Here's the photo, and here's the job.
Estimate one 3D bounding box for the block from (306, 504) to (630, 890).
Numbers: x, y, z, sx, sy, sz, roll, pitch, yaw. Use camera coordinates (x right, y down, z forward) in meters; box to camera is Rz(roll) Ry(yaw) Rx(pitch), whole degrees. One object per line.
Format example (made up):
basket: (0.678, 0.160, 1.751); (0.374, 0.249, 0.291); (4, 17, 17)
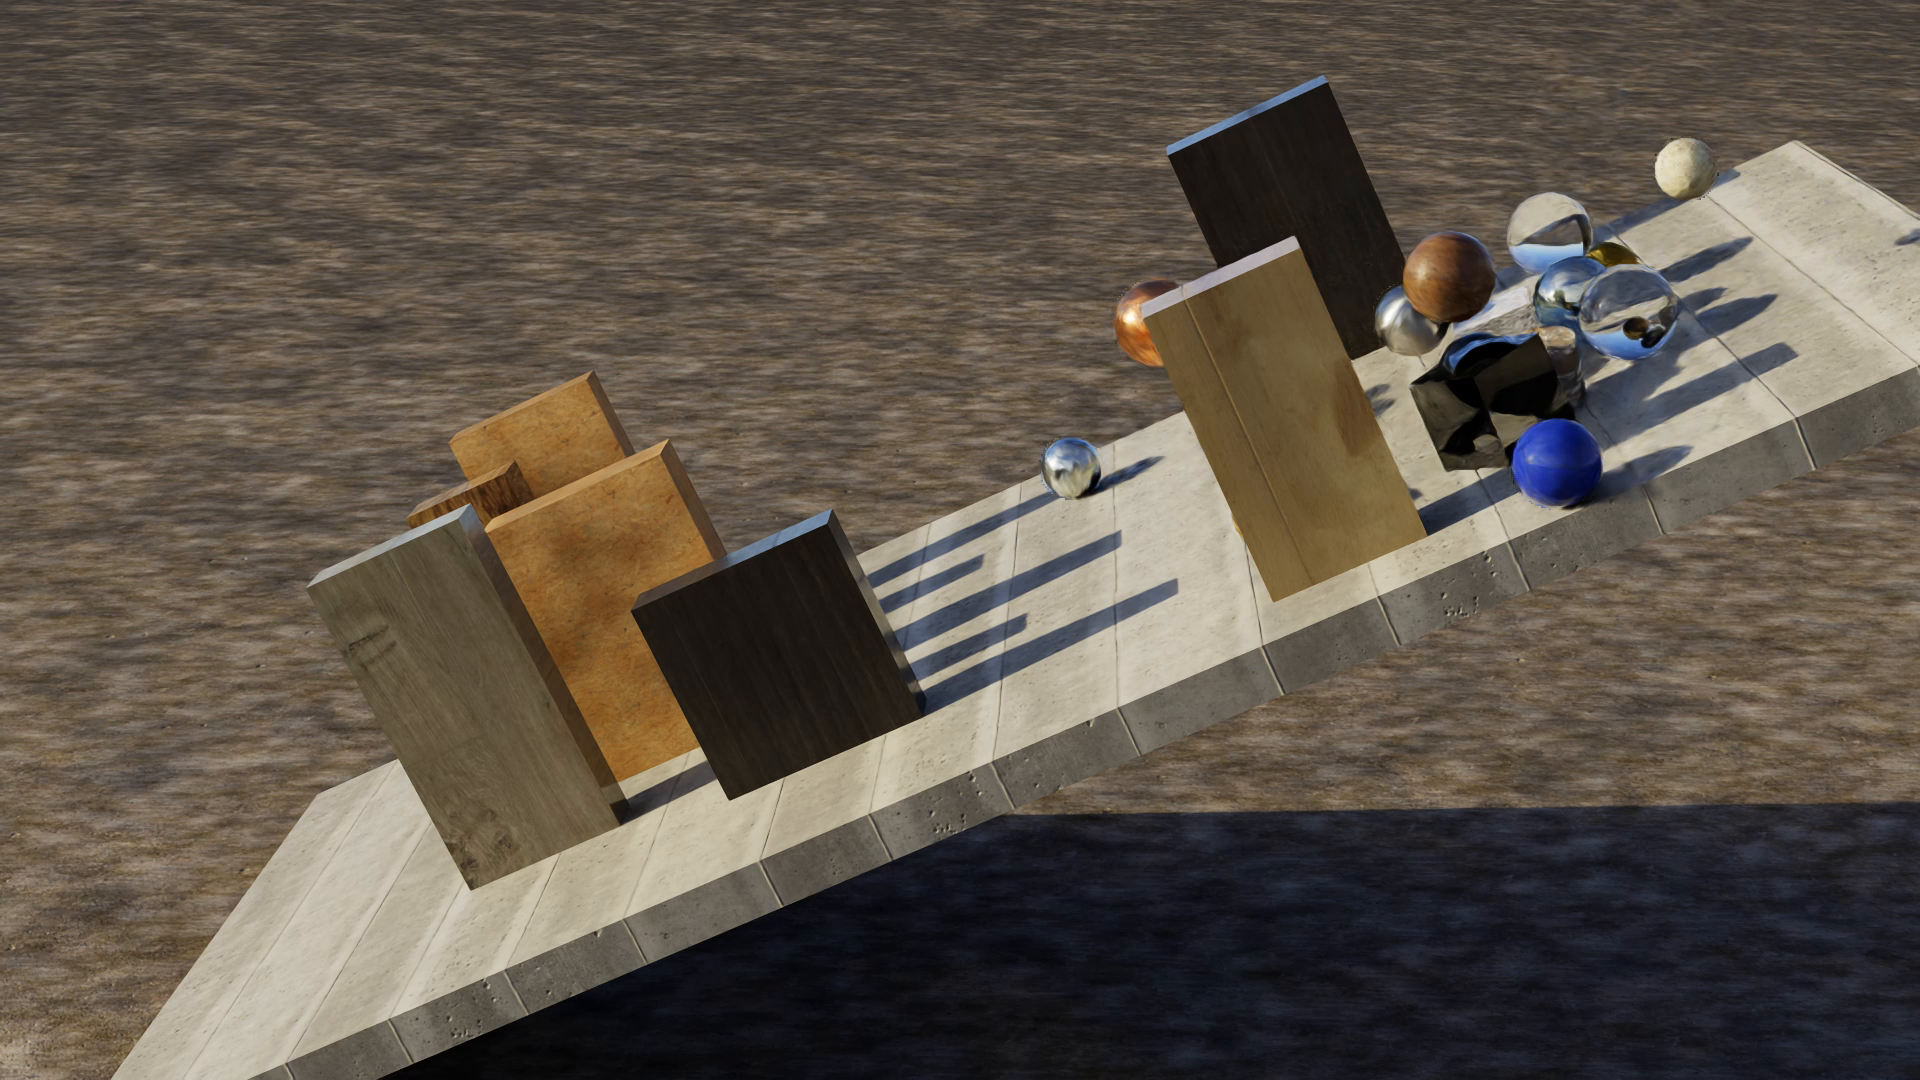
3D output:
block: (-1.000, 0.324, 6.013); (0.349, 0.715, 0.122); (-24, 13, 9)

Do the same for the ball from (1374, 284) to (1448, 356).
ball: (0.933, -0.455, 6.075); (0.153, 0.153, 0.153); (0, 16, 0)

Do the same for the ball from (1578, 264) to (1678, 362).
ball: (1.317, -0.448, 5.801); (0.194, 0.194, 0.194); (0, 16, 0)

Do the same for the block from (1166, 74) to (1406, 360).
block: (0.792, -0.711, 6.868); (0.399, 0.619, 0.140); (-24, 13, 9)

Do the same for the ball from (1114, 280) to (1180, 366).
ball: (0.401, -0.440, 5.974); (0.177, 0.177, 0.177); (0, 16, 0)

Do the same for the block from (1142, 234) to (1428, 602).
block: (0.596, -0.221, 5.405); (0.308, 0.587, 0.136); (-24, 13, 9)

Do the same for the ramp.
ramp: (0.135, 0.169, 6.282); (4.000, 0.100, 2.000); (-24, 13, 9)

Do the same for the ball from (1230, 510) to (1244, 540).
ball: (0.612, -0.062, 5.653); (0.182, 0.182, 0.182); (0, 16, 0)

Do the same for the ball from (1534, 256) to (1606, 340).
ball: (1.259, -0.493, 6.007); (0.172, 0.172, 0.172); (0, 16, 0)

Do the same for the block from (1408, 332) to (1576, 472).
block: (1.022, -0.264, 5.651); (0.189, 0.189, 0.189); (-33, 15, -28)

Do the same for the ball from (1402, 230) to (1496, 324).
ball: (0.963, -0.517, 5.788); (0.181, 0.181, 0.181); (0, 16, 0)

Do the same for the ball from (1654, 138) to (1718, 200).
ball: (1.403, -0.717, 5.682); (0.119, 0.119, 0.119); (0, 16, 0)

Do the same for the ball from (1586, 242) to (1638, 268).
ball: (1.386, -0.570, 6.285); (0.131, 0.131, 0.131); (0, 16, 0)

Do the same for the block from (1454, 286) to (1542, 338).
block: (1.123, -0.402, 6.056); (0.162, 0.162, 0.162); (-23, 13, 14)

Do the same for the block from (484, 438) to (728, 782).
block: (-0.686, 0.157, 6.297); (0.429, 0.613, 0.138); (-24, 13, 9)

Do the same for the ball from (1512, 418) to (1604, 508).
ball: (1.050, -0.136, 5.170); (0.157, 0.157, 0.157); (0, 16, 0)

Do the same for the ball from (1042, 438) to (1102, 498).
ball: (0.259, -0.168, 6.826); (0.140, 0.140, 0.140); (0, 16, 0)

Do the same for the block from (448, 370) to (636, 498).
block: (-0.861, 0.013, 6.906); (0.360, 0.739, 0.102); (-24, 13, 9)

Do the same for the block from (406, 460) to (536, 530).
block: (-0.972, 0.178, 6.637); (0.248, 0.666, 0.120); (-24, 13, 9)

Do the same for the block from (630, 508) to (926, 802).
block: (-0.354, 0.227, 5.797); (0.427, 0.433, 0.115); (-24, 13, 9)

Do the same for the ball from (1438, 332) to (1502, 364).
ball: (1.046, -0.333, 5.913); (0.171, 0.171, 0.171); (0, 16, 0)

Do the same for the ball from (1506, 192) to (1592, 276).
ball: (1.253, -0.648, 6.250); (0.181, 0.181, 0.181); (0, 16, 0)

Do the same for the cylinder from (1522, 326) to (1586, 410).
cylinder: (1.145, -0.330, 5.733); (0.130, 0.130, 0.130); (-14, 27, 7)
